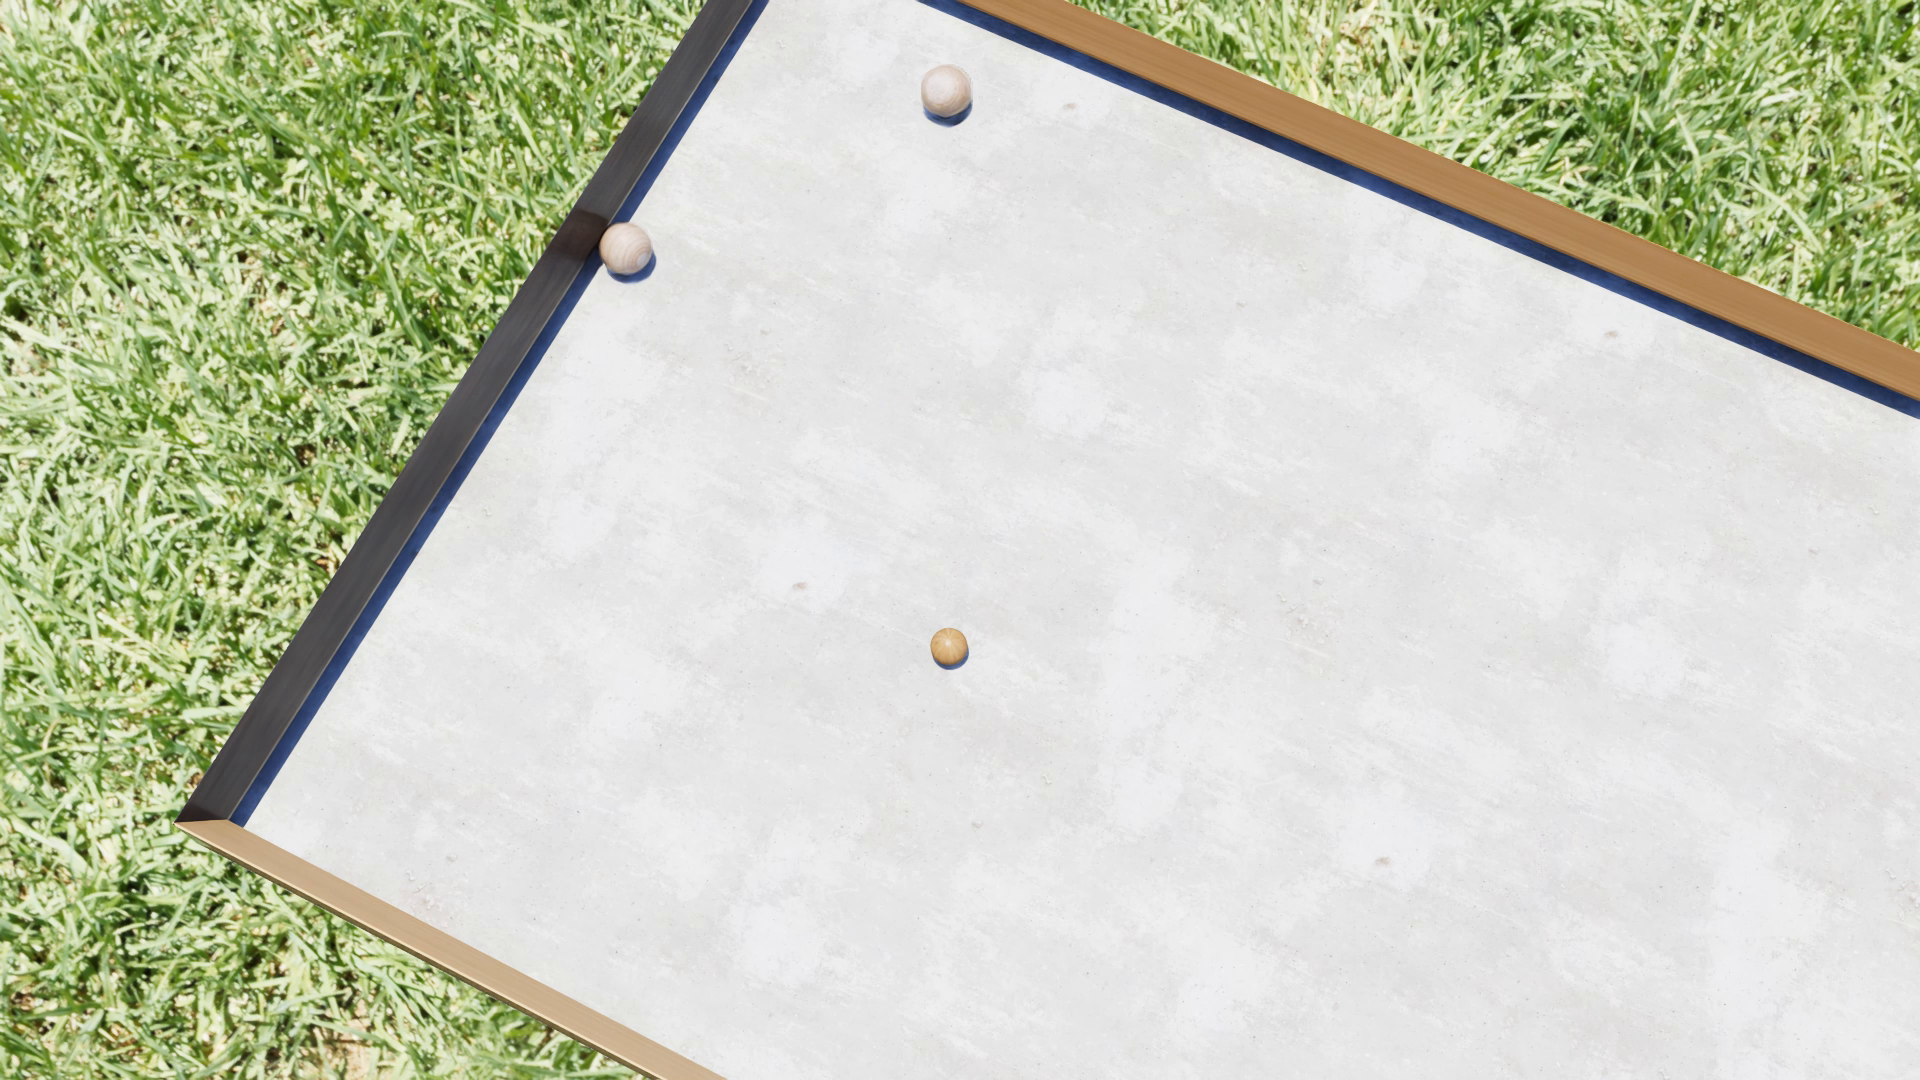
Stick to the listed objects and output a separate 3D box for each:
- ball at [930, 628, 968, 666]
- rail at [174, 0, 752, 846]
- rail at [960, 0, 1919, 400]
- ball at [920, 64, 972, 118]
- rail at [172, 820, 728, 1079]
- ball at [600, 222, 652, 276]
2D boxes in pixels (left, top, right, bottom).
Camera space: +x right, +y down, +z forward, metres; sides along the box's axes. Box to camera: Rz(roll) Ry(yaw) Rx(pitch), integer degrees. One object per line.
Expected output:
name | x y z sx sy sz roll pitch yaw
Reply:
ball | -0.017 0.166 3.428 0.059 0.059 0.059 0 68 0
rail | -0.714 -0.338 3.601 0.045 0.115 1.897 25 70 10
rail | 1.148 -0.436 3.641 3.288 0.115 0.045 25 70 10
ball | -0.025 -0.775 3.794 0.089 0.089 0.089 0 68 0
rail | 0.323 1.099 3.019 3.288 0.115 0.045 25 70 10
ball | -0.560 -0.487 3.678 0.087 0.087 0.087 0 68 0
